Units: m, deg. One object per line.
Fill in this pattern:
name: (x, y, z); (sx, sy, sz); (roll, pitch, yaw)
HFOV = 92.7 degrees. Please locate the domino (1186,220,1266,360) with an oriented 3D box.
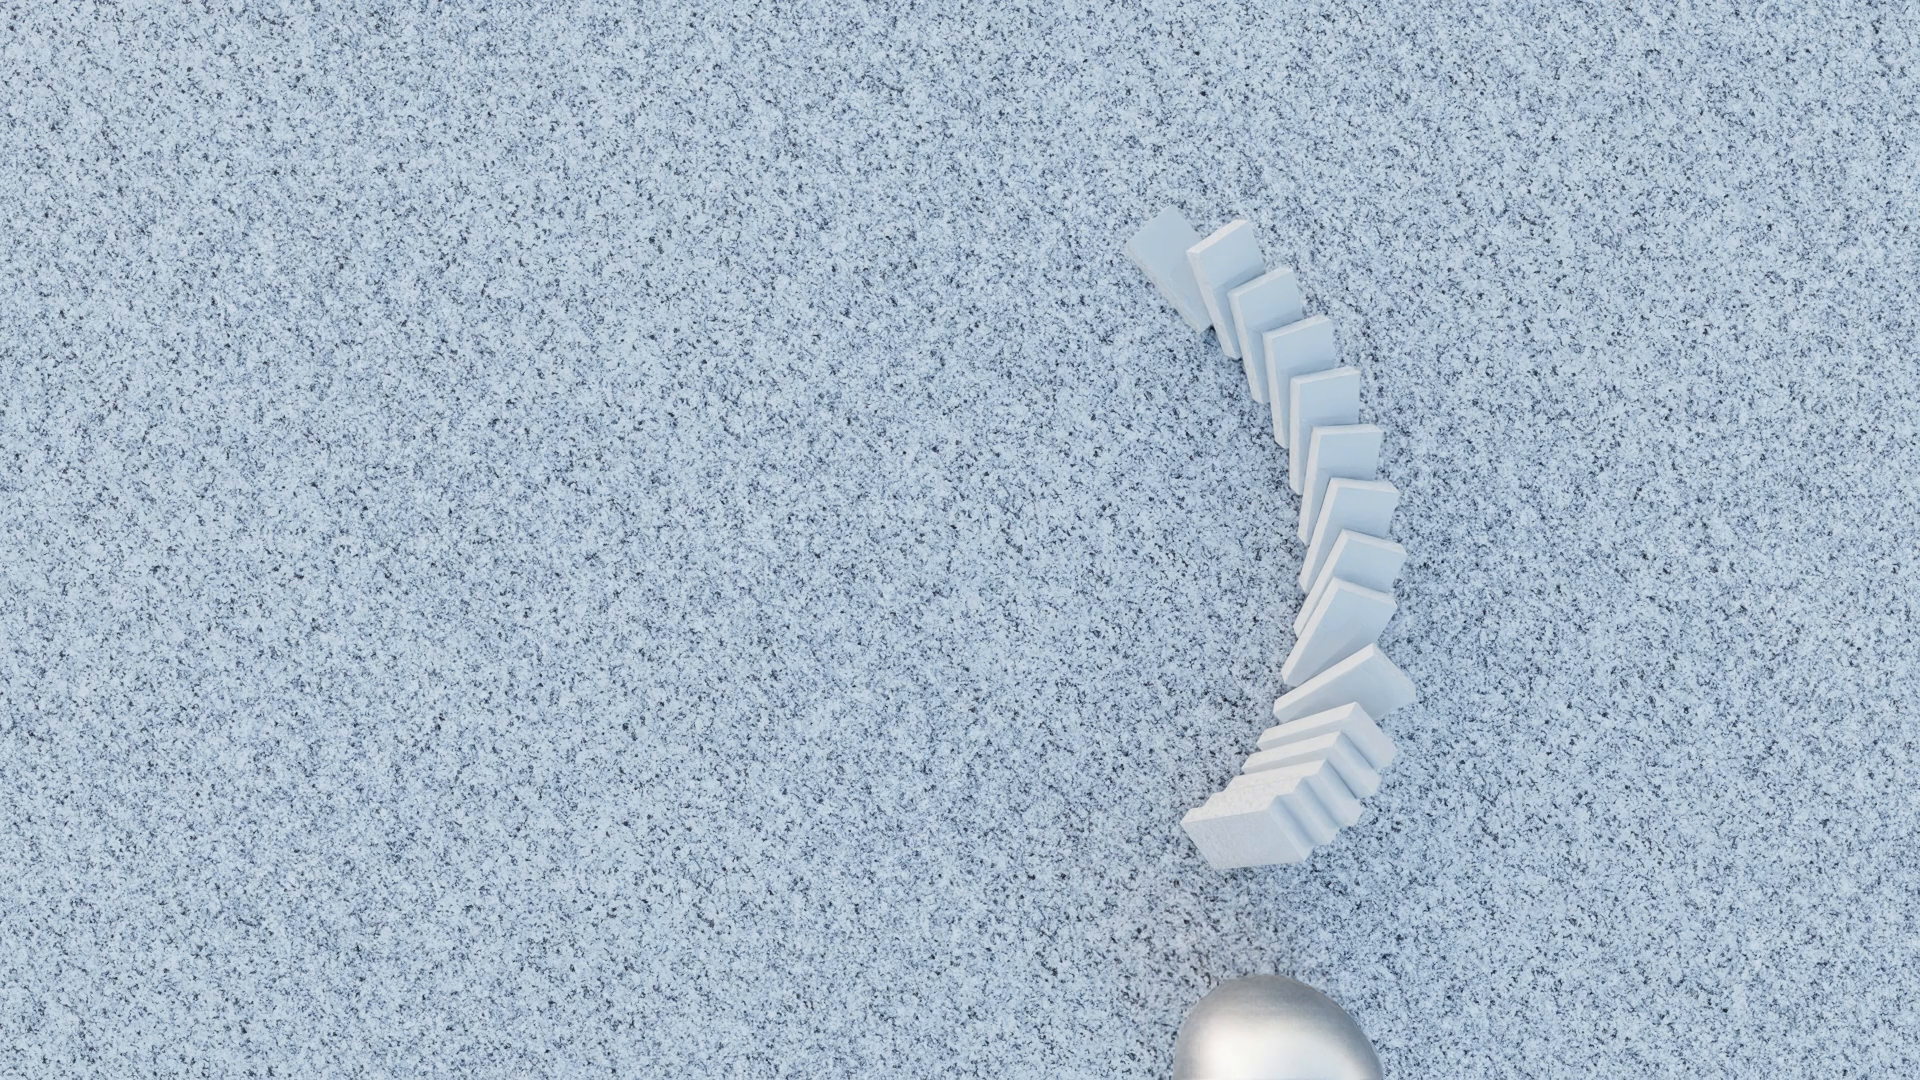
domino: (0.116, -0.104, 0.383); (0.025, 0.010, 0.050); (-33, 119, -4)

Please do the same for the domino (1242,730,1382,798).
domino: (0.143, 0.096, 0.377); (0.025, 0.050, 0.010); (50, 54, 0)

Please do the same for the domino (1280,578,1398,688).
domino: (0.158, 0.042, 0.384); (0.025, 0.009, 0.050); (18, 118, 0)

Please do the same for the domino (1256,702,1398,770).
domino: (0.150, 0.085, 0.377); (0.025, 0.050, 0.010); (49, 54, 0)

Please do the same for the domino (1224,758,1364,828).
domino: (0.136, 0.107, 0.377); (0.010, 0.050, 0.025); (-37, 90, -37)

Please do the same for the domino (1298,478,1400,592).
domino: (0.162, 0.000, 0.384); (0.025, 0.009, 0.050); (6, 118, 0)

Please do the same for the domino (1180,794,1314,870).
domino: (0.117, 0.121, 0.377); (0.009, 0.050, 0.025); (-37, 90, -37)

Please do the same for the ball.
ball: (0.125, 0.214, 0.360); (0.080, 0.080, 0.080); (0, 90, 0)

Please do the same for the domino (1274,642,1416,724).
domino: (0.159, 0.066, 0.381); (0.025, 0.010, 0.050); (44, 125, -4)

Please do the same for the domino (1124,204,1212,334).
domino: (0.097, -0.116, 0.395); (0.025, 0.009, 0.050); (-41, 90, 0)

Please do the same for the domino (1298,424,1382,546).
domino: (0.159, -0.023, 0.385); (0.025, 0.010, 0.050); (-3, 117, 0)

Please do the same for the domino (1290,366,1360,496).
domino: (0.152, -0.045, 0.384); (0.025, 0.009, 0.050); (-10, 117, 0)

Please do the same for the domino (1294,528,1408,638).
domino: (0.163, 0.022, 0.384); (0.025, 0.010, 0.050); (15, 118, 0)

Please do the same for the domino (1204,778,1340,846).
domino: (0.127, 0.114, 0.377); (0.009, 0.050, 0.025); (-37, 90, -37)

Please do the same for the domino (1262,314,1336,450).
domino: (0.143, -0.066, 0.384); (0.025, 0.009, 0.050); (-18, 117, 0)

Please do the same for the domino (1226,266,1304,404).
domino: (0.131, -0.085, 0.384); (0.025, 0.010, 0.050); (-25, 118, -1)
